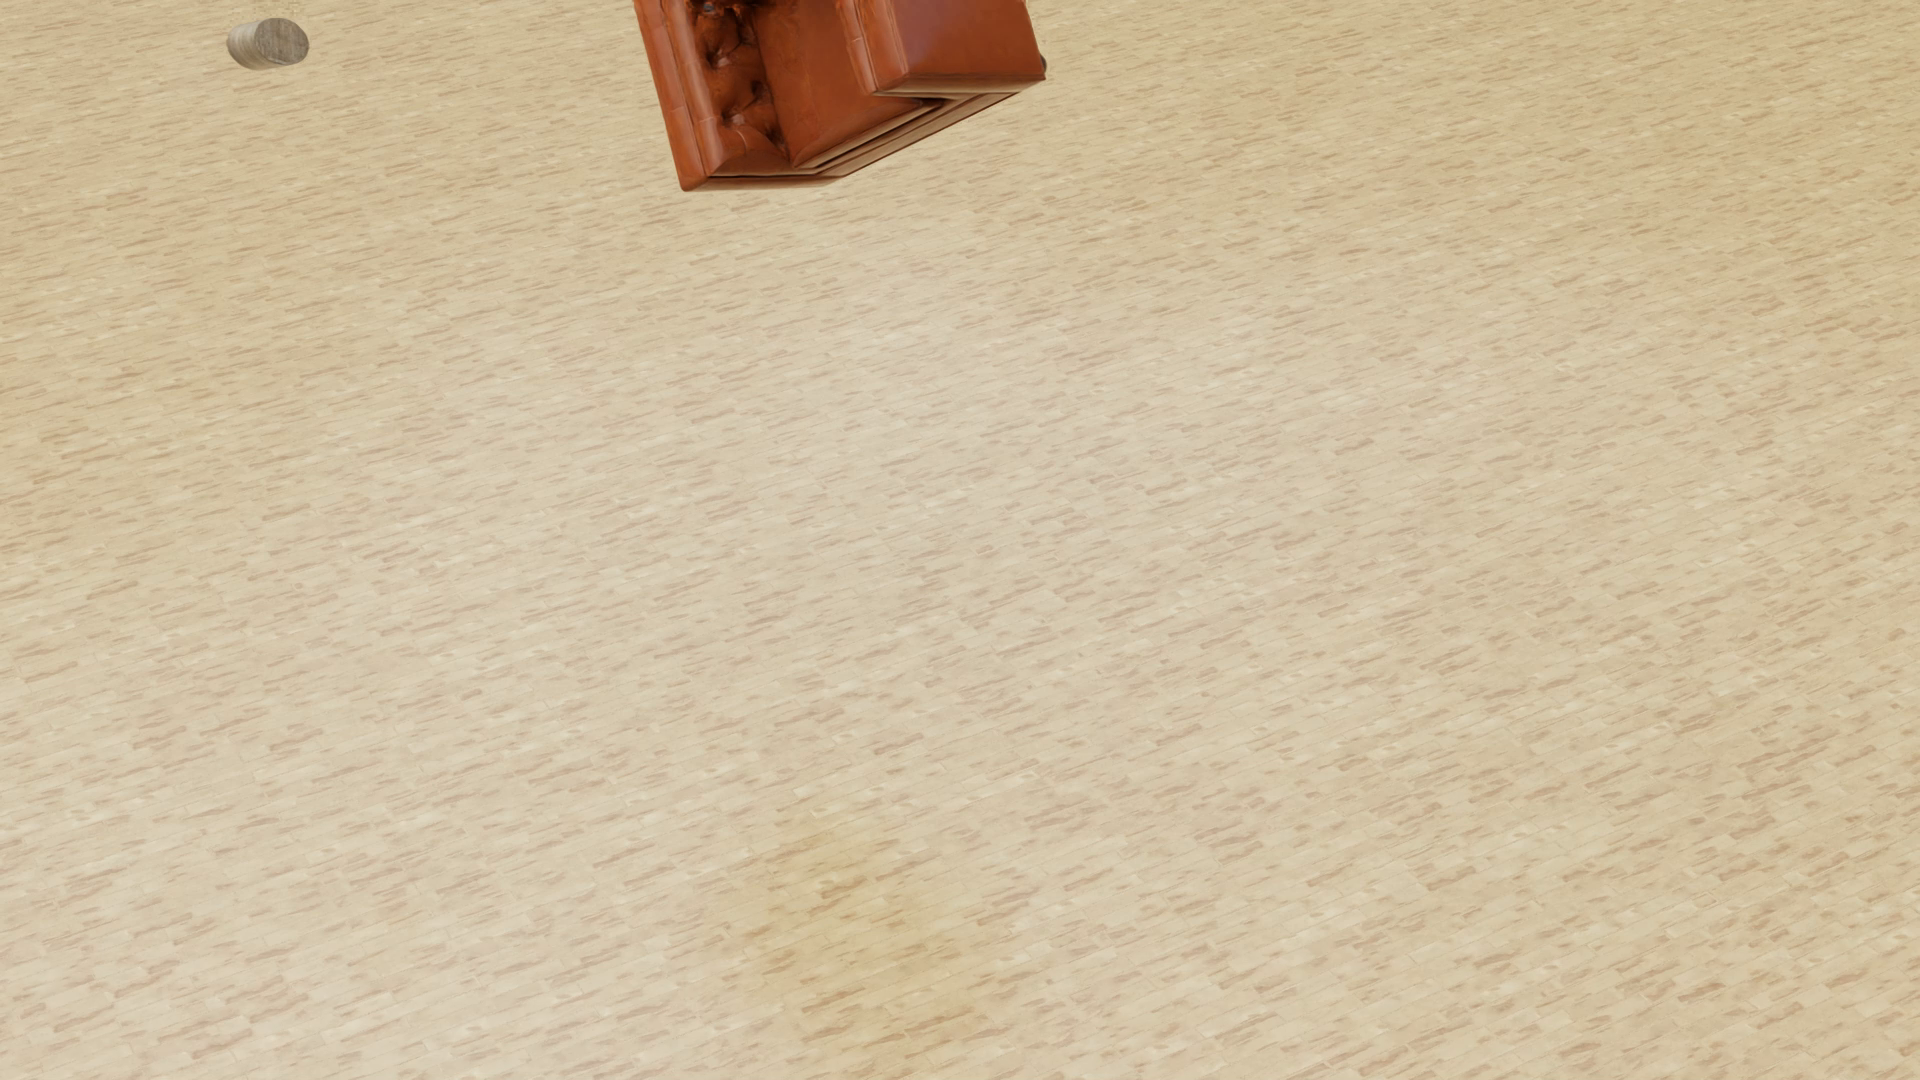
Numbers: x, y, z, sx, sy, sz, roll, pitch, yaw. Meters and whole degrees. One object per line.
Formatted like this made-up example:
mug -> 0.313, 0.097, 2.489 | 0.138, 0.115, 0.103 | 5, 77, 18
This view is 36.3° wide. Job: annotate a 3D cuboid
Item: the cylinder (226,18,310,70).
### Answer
cylinder -> -2.344, -1.679, 9.930 | 0.172, 0.158, 0.214 | 0, -4, 44
